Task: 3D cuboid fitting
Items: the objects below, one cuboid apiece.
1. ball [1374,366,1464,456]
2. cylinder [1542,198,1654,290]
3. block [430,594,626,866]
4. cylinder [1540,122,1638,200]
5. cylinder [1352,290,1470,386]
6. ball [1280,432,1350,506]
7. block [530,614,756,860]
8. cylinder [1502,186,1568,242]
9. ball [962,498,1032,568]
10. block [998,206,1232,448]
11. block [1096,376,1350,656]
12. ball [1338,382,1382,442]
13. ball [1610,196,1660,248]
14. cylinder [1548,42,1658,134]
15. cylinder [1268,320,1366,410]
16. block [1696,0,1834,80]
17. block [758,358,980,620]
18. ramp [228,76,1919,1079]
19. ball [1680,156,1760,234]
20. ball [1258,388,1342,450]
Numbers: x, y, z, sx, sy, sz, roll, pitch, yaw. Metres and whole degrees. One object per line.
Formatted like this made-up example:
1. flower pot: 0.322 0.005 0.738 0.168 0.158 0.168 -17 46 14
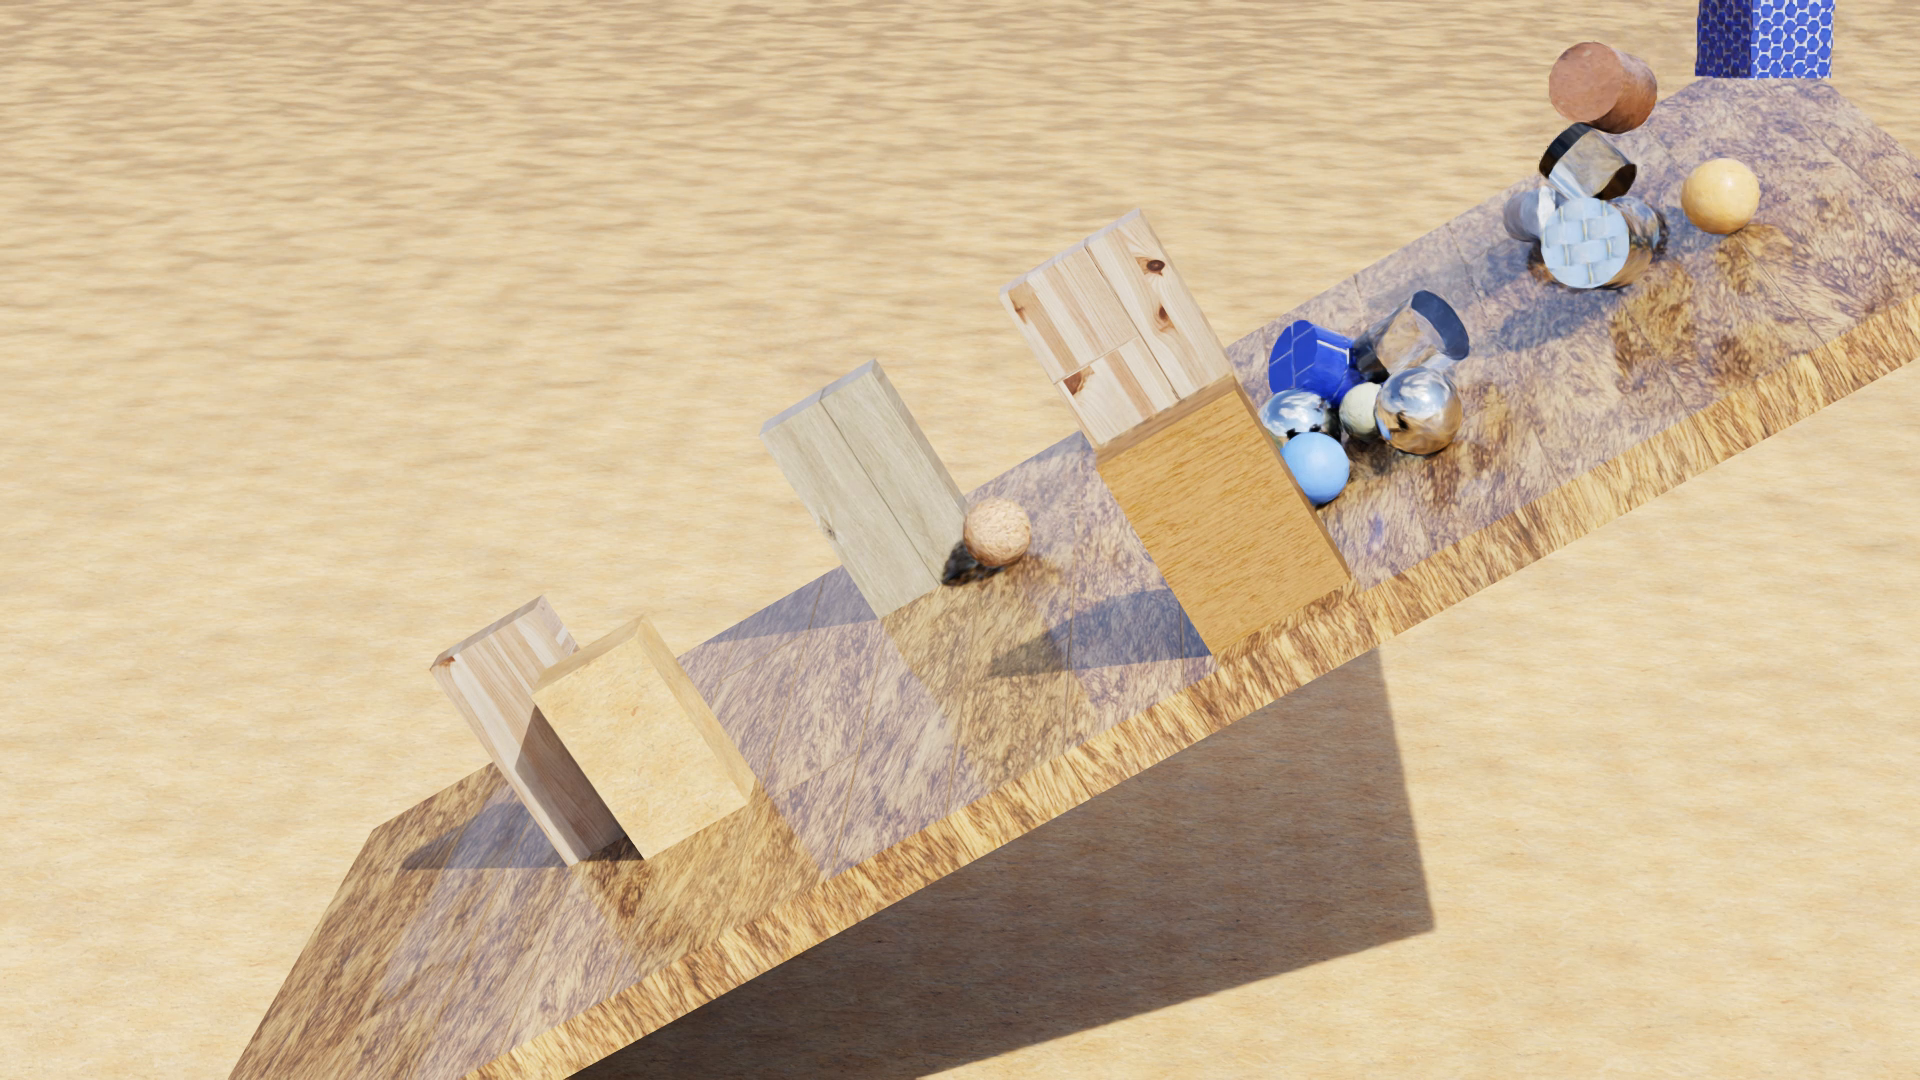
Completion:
1. ball: 0.870 -0.244 5.581 0.169 0.169 0.169 0 19 0
2. cylinder: 1.236 -0.572 5.699 0.174 0.174 0.174 10 8 27
3. block: -0.871 0.414 6.338 0.274 0.534 0.090 -29 15 13
4. cylinder: 1.344 -0.793 6.293 0.147 0.147 0.147 -18 56 -41
5. cylinder: 0.906 -0.387 5.906 0.165 0.165 0.165 -38 -7 37
6. ball: 0.680 -0.137 5.681 0.143 0.143 0.143 0 19 0
7. block: -0.655 0.409 6.115 0.257 0.428 0.138 -29 15 13
8. cylinder: 1.247 -0.704 6.369 0.111 0.111 0.111 -4 2 -11
9. ball: 0.082 -0.017 6.505 0.154 0.154 0.154 0 19 0
10. block: 0.367 -0.496 6.912 0.380 0.432 0.087 -29 15 13
11. block: 0.472 -0.043 5.274 0.283 0.412 0.095 -29 15 13
12. ball: 0.810 -0.254 5.836 0.117 0.117 0.117 0 19 0
13. ball: 1.333 -0.620 5.898 0.137 0.137 0.137 0 19 0
14. cylinder: 1.272 -0.894 5.821 0.159 0.159 0.159 15 7 36
15. cylinder: 0.742 -0.346 6.001 0.163 0.163 0.163 17 10 -28
16. block: 1.522 -0.966 5.562 0.178 0.178 0.178 -4 12 -19
17. block: -0.188 -0.115 6.676 0.299 0.510 0.107 -29 15 13
18. ramp: 0.141 0.169 6.289 4.000 0.100 2.000 -29 15 13
19. ball: 1.481 -0.670 5.726 0.151 0.151 0.151 0 19 0
20. ball: 0.676 -0.217 5.881 0.176 0.176 0.176 0 19 0
